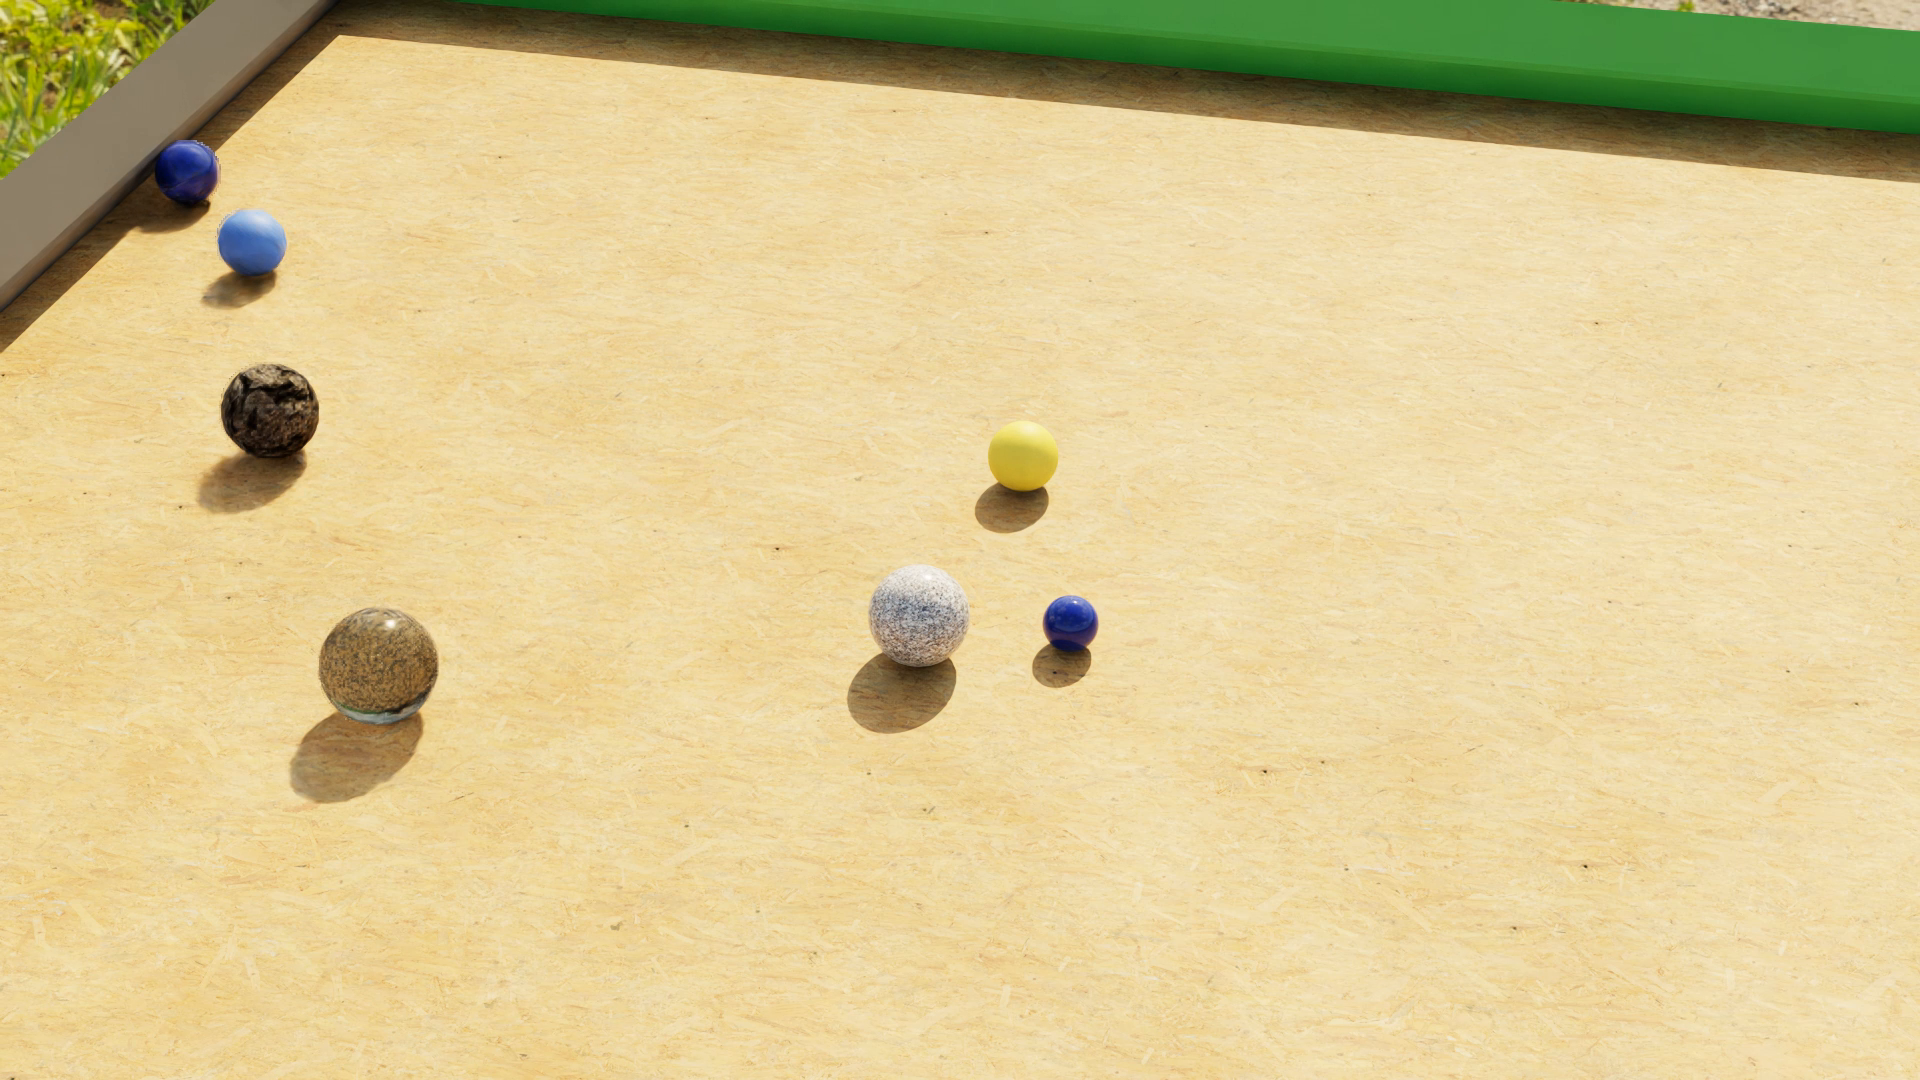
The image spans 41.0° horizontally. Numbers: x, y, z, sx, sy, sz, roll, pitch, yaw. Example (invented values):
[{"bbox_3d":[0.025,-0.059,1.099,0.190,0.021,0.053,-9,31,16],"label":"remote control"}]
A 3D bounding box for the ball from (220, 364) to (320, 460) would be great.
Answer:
[{"bbox_3d":[-0.561,-0.105,2.087,0.078,0.078,0.078,0,34,0],"label":"ball"}]

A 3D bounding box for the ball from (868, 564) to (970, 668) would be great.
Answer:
[{"bbox_3d":[-0.030,0.055,1.856,0.075,0.075,0.075,0,34,0],"label":"ball"}]

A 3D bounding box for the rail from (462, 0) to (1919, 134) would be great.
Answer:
[{"bbox_3d":[1.119,-0.427,2.532,3.730,0.108,0.045,7,35,10],"label":"rail"}]

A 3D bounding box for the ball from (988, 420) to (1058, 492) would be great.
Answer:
[{"bbox_3d":[0.051,-0.067,2.050,0.057,0.057,0.057,0,34,0],"label":"ball"}]

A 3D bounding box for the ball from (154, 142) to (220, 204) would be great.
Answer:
[{"bbox_3d":[-0.744,-0.353,2.468,0.060,0.060,0.060,0,34,0],"label":"ball"}]

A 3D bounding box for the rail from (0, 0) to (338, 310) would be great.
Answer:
[{"bbox_3d":[-0.887,-0.130,2.096,0.045,0.108,1.956,7,35,10],"label":"rail"}]

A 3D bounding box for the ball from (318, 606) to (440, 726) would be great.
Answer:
[{"bbox_3d":[-0.408,0.088,1.800,0.083,0.083,0.083,0,34,0],"label":"ball"}]

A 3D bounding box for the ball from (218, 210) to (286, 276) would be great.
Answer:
[{"bbox_3d":[-0.648,-0.272,2.348,0.061,0.061,0.061,0,34,0],"label":"ball"}]

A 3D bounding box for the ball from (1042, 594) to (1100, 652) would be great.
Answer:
[{"bbox_3d":[0.081,0.061,1.876,0.042,0.042,0.042,0,34,0],"label":"ball"}]
